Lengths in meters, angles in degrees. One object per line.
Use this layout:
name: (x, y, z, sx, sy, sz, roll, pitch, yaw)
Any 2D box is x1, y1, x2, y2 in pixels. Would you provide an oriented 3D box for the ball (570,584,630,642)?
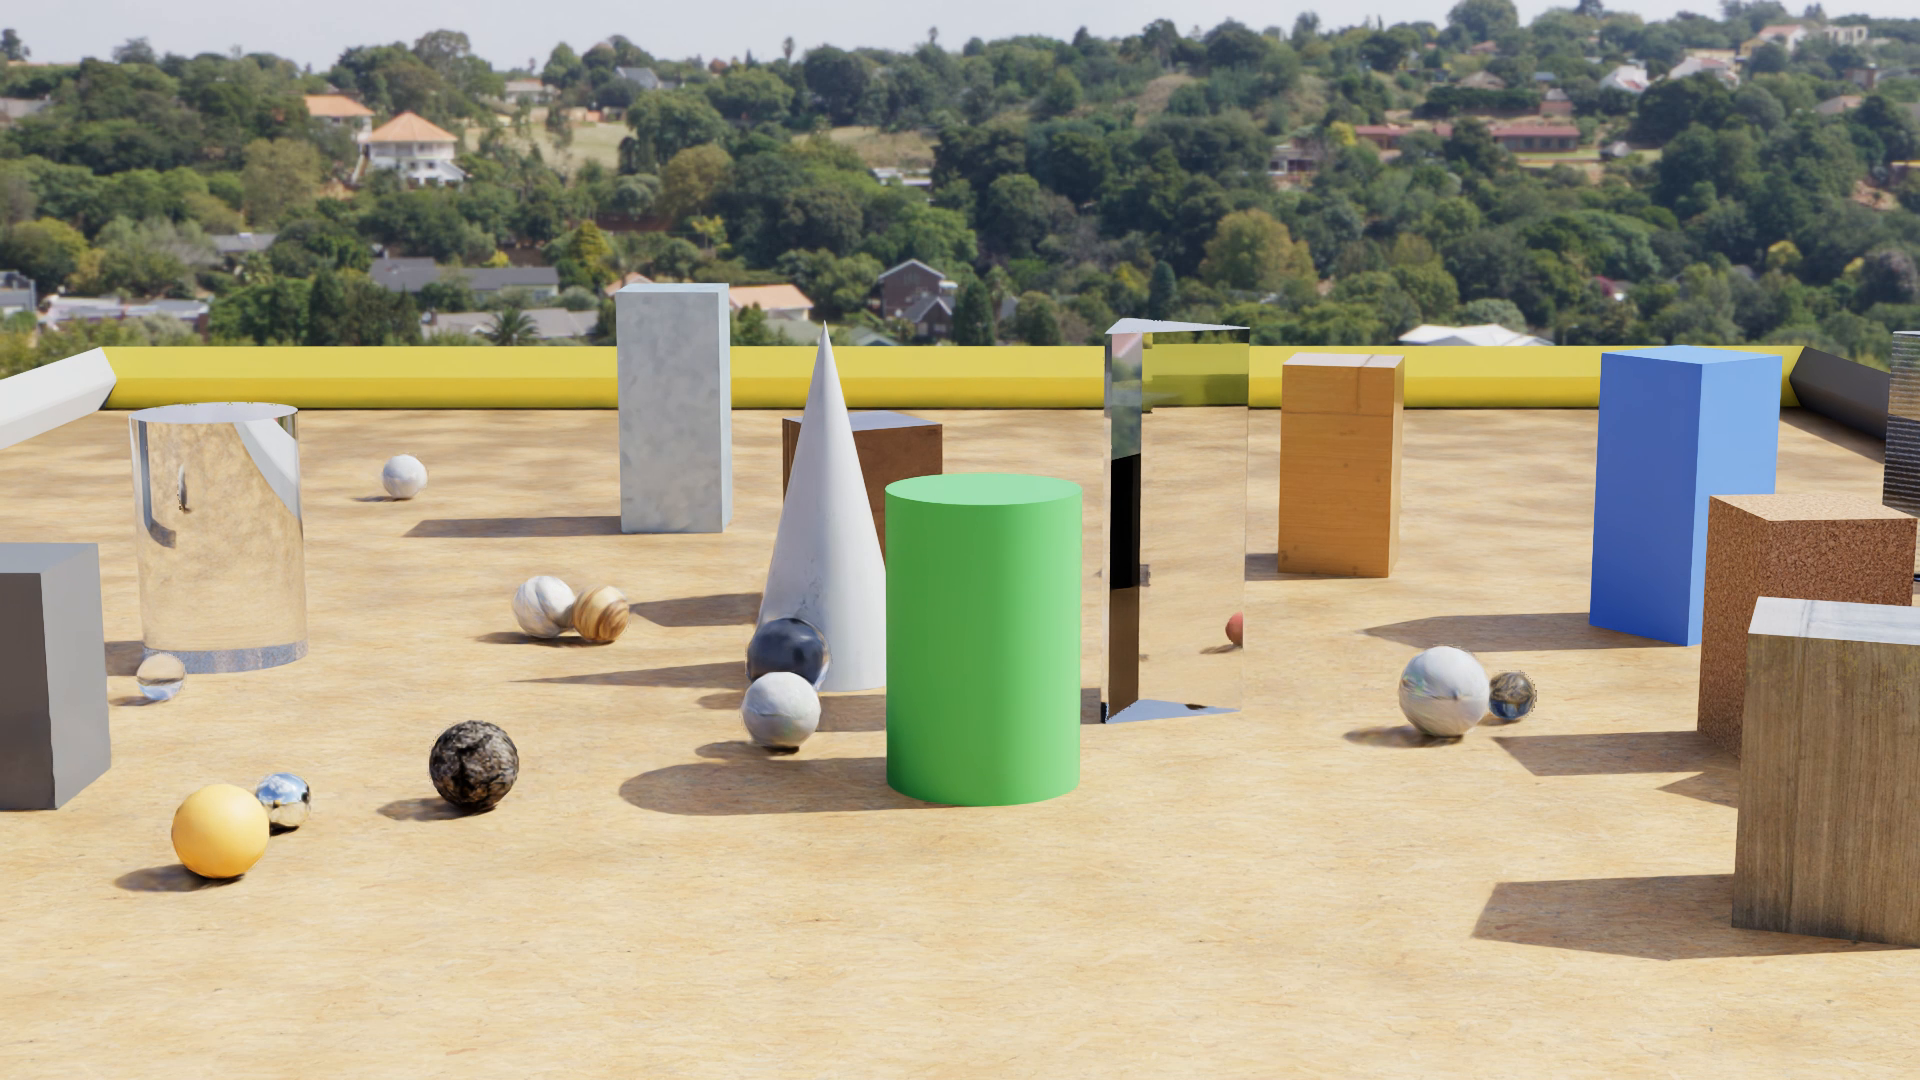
ball: (-0.460, 0.094, 3.282, 0.075, 0.075, 0.075, 0, 10, 0)

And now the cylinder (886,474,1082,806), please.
cylinder: (0.024, 0.098, 2.626, 0.200, 0.305, 0.200, 0, 10, 0)

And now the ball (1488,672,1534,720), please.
ball: (0.620, 0.175, 2.893, 0.054, 0.054, 0.054, 0, 10, 0)

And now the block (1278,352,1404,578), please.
block: (0.560, -0.113, 3.765, 0.160, 0.304, 0.160, 3, 11, 14)

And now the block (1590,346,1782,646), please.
block: (0.942, -0.062, 3.336, 0.160, 0.360, 0.160, -7, 13, -35)

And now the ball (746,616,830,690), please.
ball: (-0.200, 0.138, 2.978, 0.098, 0.098, 0.098, 0, 10, 0)

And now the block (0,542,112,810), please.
block: (-0.974, 0.135, 2.600, 0.160, 0.240, 0.160, 0, 10, 1)

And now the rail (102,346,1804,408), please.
rail: (-0.012, -0.348, 5.513, 3.672, 0.130, 0.045, 0, 10, 0)

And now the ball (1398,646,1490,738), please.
ball: (0.531, 0.167, 2.816, 0.100, 0.100, 0.100, 0, 10, 0)

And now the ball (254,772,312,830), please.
ball: (-0.654, 0.252, 2.477, 0.056, 0.056, 0.056, 0, 10, 0)

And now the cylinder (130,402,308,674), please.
cylinder: (-0.918, -0.006, 3.184, 0.200, 0.306, 0.200, 0, 10, 0)

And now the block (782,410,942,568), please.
block: (-0.133, -0.035, 3.484, 0.160, 0.255, 0.160, -6, 12, -30)

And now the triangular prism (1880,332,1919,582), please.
triangular prism: (1.442, -0.120, 3.673, 0.150, 0.353, 0.173, -9, 14, -41)

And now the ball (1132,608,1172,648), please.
ball: (0.243, 0.112, 3.252, 0.049, 0.049, 0.049, 0, 10, 0)

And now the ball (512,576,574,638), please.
ball: (-0.535, 0.086, 3.305, 0.081, 0.081, 0.081, 0, 10, 0)

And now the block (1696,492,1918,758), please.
block: (0.905, 0.094, 2.754, 0.160, 0.265, 0.160, -1, 11, -6)

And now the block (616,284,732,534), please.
block: (-0.454, -0.213, 4.097, 0.160, 0.380, 0.160, 0, 10, 1)

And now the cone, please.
cone: (-0.160, -0.050, 3.080, 0.200, 0.430, 0.200, 0, 10, 0)

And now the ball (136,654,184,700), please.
ball: (-0.928, 0.160, 2.979, 0.054, 0.054, 0.054, 0, 10, 0)

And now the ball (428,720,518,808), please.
ball: (-0.482, 0.223, 2.546, 0.088, 0.088, 0.088, 0, 10, 0)

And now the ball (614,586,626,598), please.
ball: (-0.464, 0.087, 3.365, 0.057, 0.057, 0.057, 0, 10, 0)

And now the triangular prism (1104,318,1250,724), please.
triangular prism: (0.217, -0.028, 2.937, 0.173, 0.438, 0.150, -4, 11, -20)

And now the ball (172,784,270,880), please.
ball: (-0.671, 0.264, 2.327, 0.086, 0.086, 0.086, 0, 10, 0)

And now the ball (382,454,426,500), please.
ball: (-0.946, -0.107, 4.364, 0.076, 0.076, 0.076, 0, 10, 0)

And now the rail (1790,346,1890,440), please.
rail: (1.812, 0.032, 3.459, 0.045, 0.130, 4.247, 0, 10, 0)

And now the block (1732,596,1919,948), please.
block: (0.763, 0.196, 2.221, 0.160, 0.258, 0.160, 4, 11, 20)

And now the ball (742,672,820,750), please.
ball: (-0.193, 0.184, 2.764, 0.085, 0.085, 0.085, 0, 10, 0)

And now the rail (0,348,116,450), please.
rail: (-1.812, 0.035, 3.438, 0.045, 0.130, 4.247, 0, 10, 0)
